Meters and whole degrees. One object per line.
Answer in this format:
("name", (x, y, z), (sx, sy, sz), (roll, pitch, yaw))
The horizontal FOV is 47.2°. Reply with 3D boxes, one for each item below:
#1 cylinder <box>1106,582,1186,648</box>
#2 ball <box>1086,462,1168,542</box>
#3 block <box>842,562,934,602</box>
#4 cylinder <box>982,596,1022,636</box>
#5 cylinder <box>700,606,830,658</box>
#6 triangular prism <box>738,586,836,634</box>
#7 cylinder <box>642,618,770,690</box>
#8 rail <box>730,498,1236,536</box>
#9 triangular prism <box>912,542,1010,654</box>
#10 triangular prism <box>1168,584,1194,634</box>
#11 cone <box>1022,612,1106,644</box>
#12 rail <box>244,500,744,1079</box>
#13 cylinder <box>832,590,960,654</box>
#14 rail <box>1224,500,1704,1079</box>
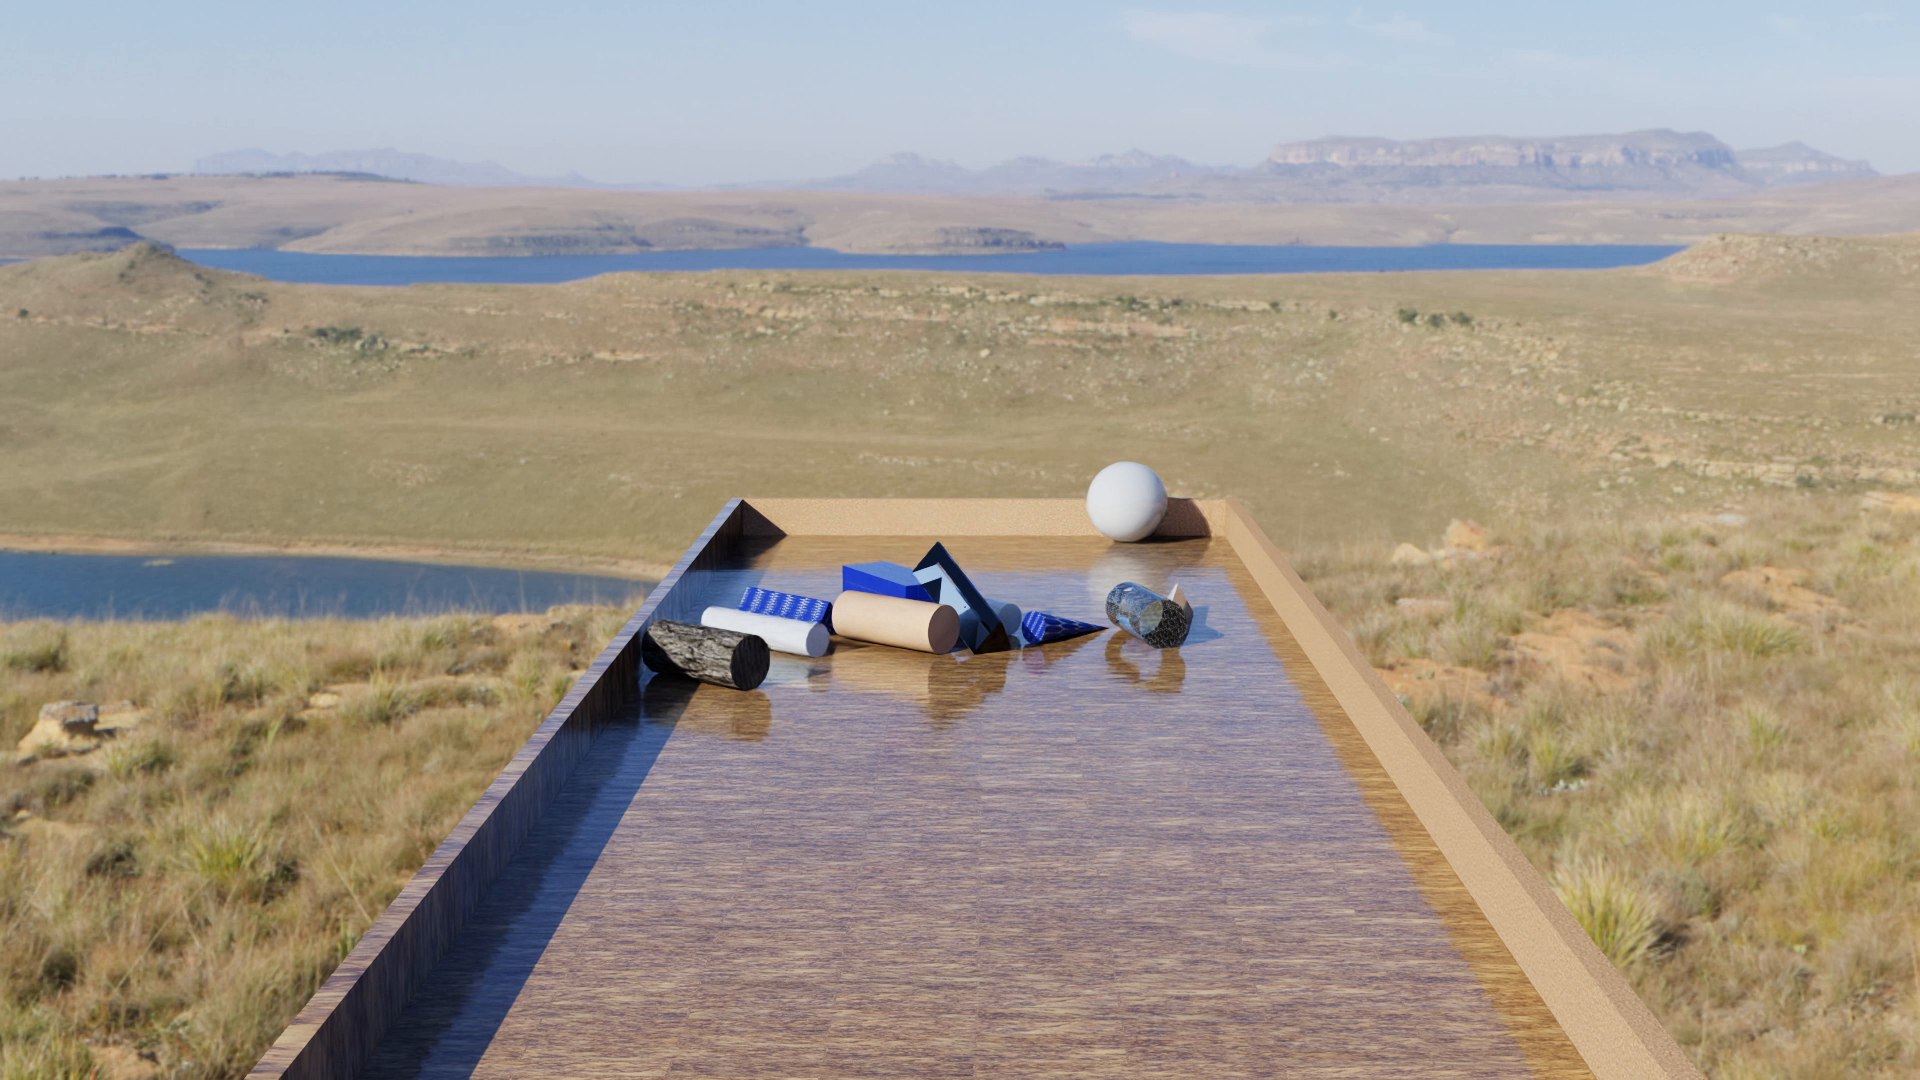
("cylinder", (0.591, 0.237, 7.015), (0.156, 0.156, 0.327), (-2, 9, -15))
("ball", (0.680, -0.156, 8.939), (0.329, 0.329, 0.329), (0, 9, 0))
("block", (-0.210, 0.193, 7.251), (0.169, 0.169, 0.450), (-5, 10, -29))
("cylinder", (0.018, 0.228, 7.244), (0.103, 0.103, 0.449), (-7, 12, -38))
("cylinder", (-0.612, 0.285, 6.872), (0.459, 0.106, 0.106), (7, 12, 39))
("triangular prism", (-0.562, 0.230, 7.194), (0.401, 0.108, 0.125), (8, 13, 43))
("cylinder", (-0.742, 0.332, 6.400), (0.373, 0.161, 0.161), (7, 12, 39))
("rail", (0.099, -0.098, 9.147), (2.100, 0.150, 0.050), (0, 9, 1))
("triangular prism", (0.015, 0.175, 6.923), (0.135, 0.117, 0.431), (-6, 38, -30))
("triangular prism", (0.705, 0.224, 7.267), (0.113, 0.098, 0.353), (2, 9, 9))
("cone", (0.361, 0.282, 7.067), (0.359, 0.103, 0.103), (3, 5, -44))
("rail", (-1.004, 0.839, 3.234), (0.050, 0.150, 12.000), (0, 9, 1))
("cylinder", (-0.203, 0.256, 6.902), (0.399, 0.154, 0.154), (7, 12, 39))
("rail", (1.046, 0.843, 3.208), (0.050, 0.150, 12.000), (0, 9, 1))
